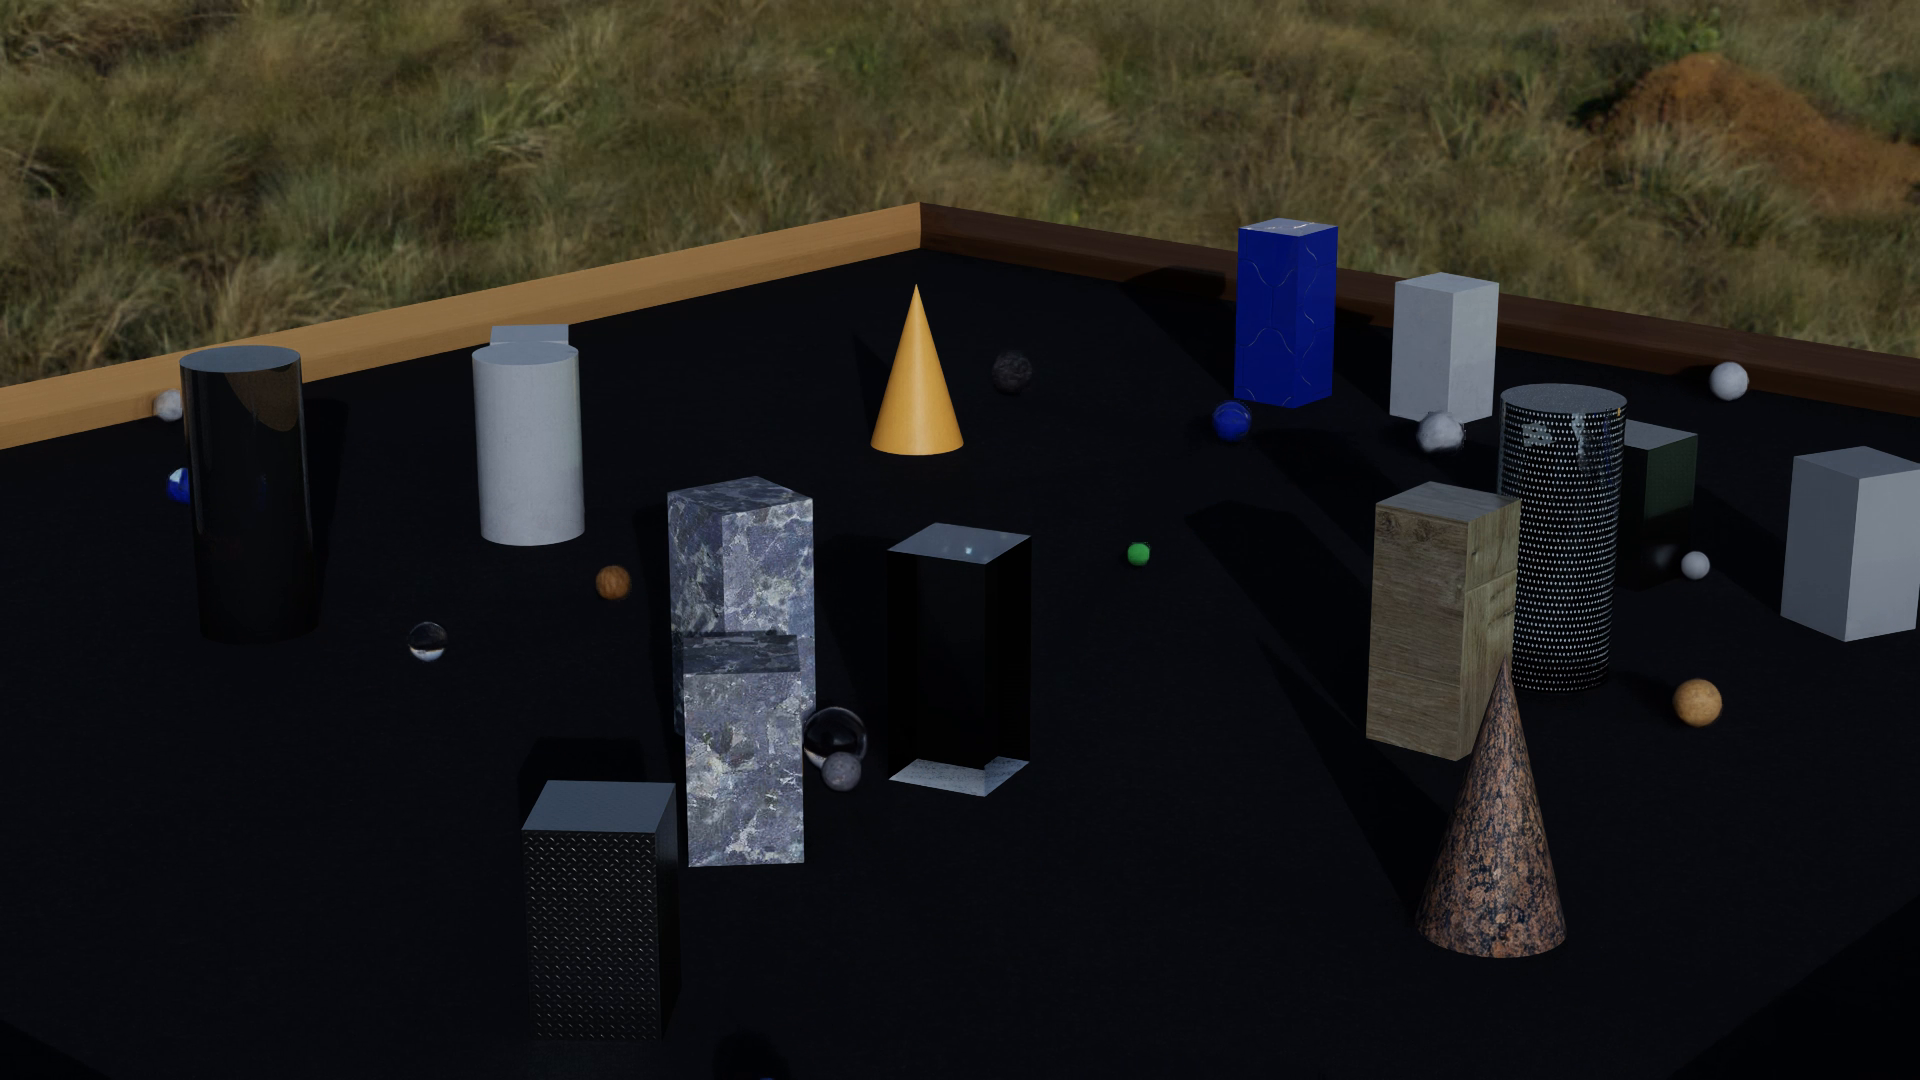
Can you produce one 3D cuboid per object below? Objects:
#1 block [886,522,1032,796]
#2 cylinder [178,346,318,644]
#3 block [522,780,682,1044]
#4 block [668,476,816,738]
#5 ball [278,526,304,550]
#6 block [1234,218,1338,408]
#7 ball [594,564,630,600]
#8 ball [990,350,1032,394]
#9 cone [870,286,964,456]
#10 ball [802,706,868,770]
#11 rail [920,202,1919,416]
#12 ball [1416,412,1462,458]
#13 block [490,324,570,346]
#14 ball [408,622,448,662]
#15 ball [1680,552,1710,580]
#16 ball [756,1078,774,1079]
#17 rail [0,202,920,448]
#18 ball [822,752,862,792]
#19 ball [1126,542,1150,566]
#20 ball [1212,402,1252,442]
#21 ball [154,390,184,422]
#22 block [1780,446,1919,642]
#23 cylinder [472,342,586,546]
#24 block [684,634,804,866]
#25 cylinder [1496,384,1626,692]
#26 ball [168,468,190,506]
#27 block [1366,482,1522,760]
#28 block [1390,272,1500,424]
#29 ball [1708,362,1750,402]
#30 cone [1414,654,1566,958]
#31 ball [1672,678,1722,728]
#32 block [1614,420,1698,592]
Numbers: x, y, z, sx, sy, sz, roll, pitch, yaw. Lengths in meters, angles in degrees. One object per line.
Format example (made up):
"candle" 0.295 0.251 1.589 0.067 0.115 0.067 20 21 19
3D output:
"block" 0.000 0.172 4.271 0.156 0.351 0.156 8 19 25
"cylinder" -1.186 -0.076 4.896 0.195 0.465 0.195 0 17 0
"block" -0.426 0.444 3.512 0.156 0.269 0.156 1 17 3
"block" -0.327 0.116 4.404 0.156 0.381 0.156 -12 20 -34
"ball" -1.227 -0.004 5.380 0.047 0.047 0.047 0 17 0
"block" 0.716 -0.500 6.449 0.156 0.380 0.156 13 21 37
"ball" -0.604 0.074 5.096 0.062 0.062 0.062 0 17 0
"ball" 0.113 -0.373 6.516 0.097 0.097 0.097 0 17 0
"cone" -0.090 -0.365 6.072 0.195 0.339 0.195 0 17 0
"ball" -0.183 0.294 4.305 0.098 0.098 0.098 0 17 0
"rail" 1.488 -0.463 6.761 4.278 0.127 0.045 14 22 39
"ball" 0.980 -0.214 5.994 0.095 0.095 0.095 0 17 0
"block" -0.878 -0.303 6.020 0.156 0.249 0.156 -2 17 -7
"ball" -0.868 0.166 4.785 0.065 0.065 0.065 0 17 0
"ball" 1.306 0.046 5.209 0.051 0.051 0.051 0 17 0
"ball" -0.212 0.633 3.181 0.097 0.097 0.097 0 17 0
"rail" -1.597 -0.369 6.448 0.045 0.127 4.586 14 22 39
"ball" -0.171 0.335 4.236 0.059 0.059 0.059 0 17 0
"ball" 0.322 0.027 5.287 0.042 0.042 0.042 0 17 0
"ball" 0.566 -0.246 6.118 0.084 0.084 0.084 0 17 0
"ball" -1.692 -0.288 6.283 0.069 0.069 0.069 0 17 0
"block" 1.509 0.005 4.944 0.156 0.282 0.156 -8 19 -25
"cylinder" -0.802 -0.181 5.457 0.195 0.341 0.195 0 17 0
"block" -0.297 0.287 4.020 0.156 0.275 0.156 -1 17 -5
"cylinder" 0.948 -0.004 4.672 0.195 0.456 0.195 0 17 0
"ball" -1.492 -0.103 5.661 0.074 0.074 0.074 0 17 0
"block" 0.726 0.120 4.410 0.156 0.371 0.156 13 21 37
"block" 1.040 -0.410 6.301 0.156 0.292 0.156 -15 22 -41
"ball" 1.692 -0.349 6.455 0.087 0.087 0.087 0 17 0
"cone" 0.686 0.320 3.740 0.195 0.375 0.195 0 17 0
"ball" 1.129 0.249 4.492 0.075 0.075 0.075 0 17 0
"block" 1.192 -0.064 5.212 0.156 0.258 0.156 -15 23 -42
